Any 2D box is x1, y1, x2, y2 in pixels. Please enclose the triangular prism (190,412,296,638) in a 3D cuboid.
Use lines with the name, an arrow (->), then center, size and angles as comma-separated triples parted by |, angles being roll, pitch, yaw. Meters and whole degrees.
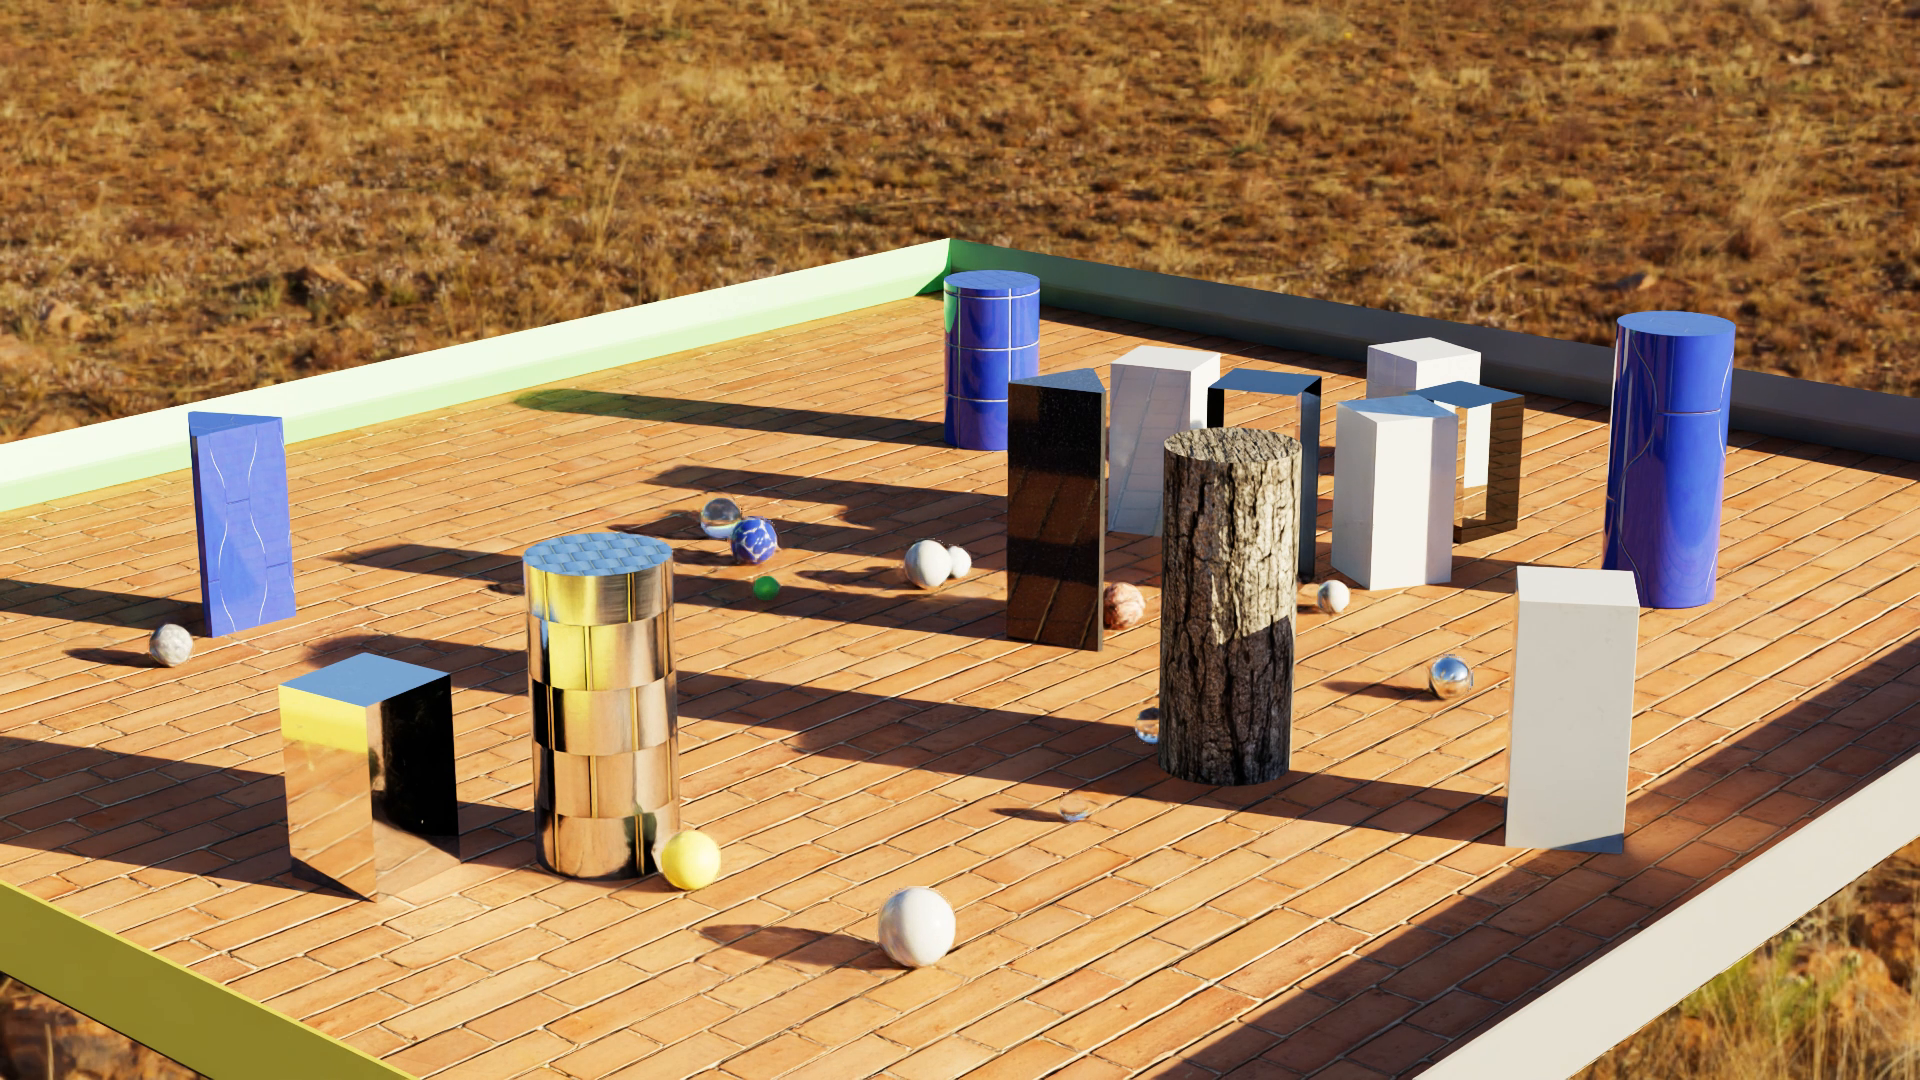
triangular prism -> -1.250, -0.036, 4.966 | 0.149, 0.350, 0.172 | 16, 23, 42

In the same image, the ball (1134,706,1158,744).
ball -> 0.291, 0.279, 4.423 | 0.055, 0.055, 0.055 | 0, 17, 0

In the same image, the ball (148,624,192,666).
ball -> -1.283, 0.171, 4.767 | 0.069, 0.069, 0.069 | 0, 17, 0

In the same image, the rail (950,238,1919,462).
rail -> 1.264, -0.388, 6.513 | 3.463, 0.129, 0.045 | 14, 22, 39

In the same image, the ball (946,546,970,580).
ball -> -0.010, 0.041, 5.218 | 0.058, 0.058, 0.058 | 0, 17, 0

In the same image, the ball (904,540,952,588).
ball -> -0.057, 0.043, 5.166 | 0.084, 0.084, 0.084 | 0, 17, 0

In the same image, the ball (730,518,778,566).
ball -> -0.374, 0.002, 5.297 | 0.086, 0.086, 0.086 | 0, 17, 0

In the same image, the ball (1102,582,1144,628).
ball -> 0.273, 0.110, 4.955 | 0.077, 0.077, 0.077 | 0, 17, 0

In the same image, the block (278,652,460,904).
block -> -0.790, 0.316, 3.930 | 0.158, 0.274, 0.158 | 11, 20, 32

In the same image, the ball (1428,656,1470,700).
ball -> 0.770, 0.217, 4.614 | 0.068, 0.068, 0.068 | 0, 17, 0

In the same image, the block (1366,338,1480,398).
block -> 0.927, -0.262, 5.894 | 0.158, 0.248, 0.158 | -9, 19, -28

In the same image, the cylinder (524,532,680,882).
cylinder -> -0.482, 0.224, 3.966 | 0.198, 0.429, 0.198 | 0, 17, 0

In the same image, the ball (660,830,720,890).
ball -> -0.359, 0.427, 3.902 | 0.078, 0.078, 0.078 | 0, 17, 0

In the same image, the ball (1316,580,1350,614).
ball -> 0.640, 0.097, 5.032 | 0.057, 0.057, 0.057 | 0, 17, 0

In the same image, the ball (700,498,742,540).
ball -> -0.445, -0.040, 5.451 | 0.078, 0.078, 0.078 | 0, 17, 0

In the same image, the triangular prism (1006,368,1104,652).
triangular prism -> 0.186, -0.056, 4.877 | 0.172, 0.440, 0.149 | 8, 18, 24

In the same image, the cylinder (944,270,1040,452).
cylinder -> 0.066, -0.374, 6.105 | 0.198, 0.341, 0.198 | 0, 17, 0

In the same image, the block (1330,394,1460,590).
block -> 0.771, -0.086, 5.209 | 0.158, 0.305, 0.158 | -6, 18, -18

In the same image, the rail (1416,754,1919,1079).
rail -> 1.289, 0.355, 4.048 | 0.045, 0.129, 3.903 | 14, 22, 39

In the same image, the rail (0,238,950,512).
rail -> -1.289, -0.291, 6.192 | 0.045, 0.129, 3.903 | 14, 22, 39

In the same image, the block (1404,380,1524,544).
block -> 0.938, -0.148, 5.495 | 0.158, 0.258, 0.158 | -13, 21, -37

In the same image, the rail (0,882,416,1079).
rail -> -1.264, 0.452, 3.726 | 3.463, 0.129, 0.045 | 14, 22, 39

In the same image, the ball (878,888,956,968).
ball -> -0.054, 0.485, 3.672 | 0.099, 0.099, 0.099 | 0, 17, 0

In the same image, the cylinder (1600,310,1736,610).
cylinder -> 1.224, -0.140, 5.081 | 0.198, 0.482, 0.198 | 0, 17, 0

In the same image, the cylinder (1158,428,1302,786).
cylinder -> 0.393, 0.096, 4.289 | 0.198, 0.488, 0.198 | 0, 17, 0

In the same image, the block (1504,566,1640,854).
block -> 0.843, 0.233, 4.059 | 0.158, 0.357, 0.158 | 3, 17, 9

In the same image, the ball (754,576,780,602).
ball -> -0.336, 0.084, 5.097 | 0.044, 0.044, 0.044 | 0, 17, 0

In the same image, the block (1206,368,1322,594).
block -> 0.530, -0.099, 5.142 | 0.158, 0.368, 0.158 | 7, 18, 22

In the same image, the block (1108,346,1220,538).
block -> 0.383, -0.184, 5.504 | 0.158, 0.323, 0.158 | 7, 18, 23

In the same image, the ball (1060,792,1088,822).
ball -> 0.160, 0.377, 4.132 | 0.041, 0.041, 0.041 | 0, 17, 0
